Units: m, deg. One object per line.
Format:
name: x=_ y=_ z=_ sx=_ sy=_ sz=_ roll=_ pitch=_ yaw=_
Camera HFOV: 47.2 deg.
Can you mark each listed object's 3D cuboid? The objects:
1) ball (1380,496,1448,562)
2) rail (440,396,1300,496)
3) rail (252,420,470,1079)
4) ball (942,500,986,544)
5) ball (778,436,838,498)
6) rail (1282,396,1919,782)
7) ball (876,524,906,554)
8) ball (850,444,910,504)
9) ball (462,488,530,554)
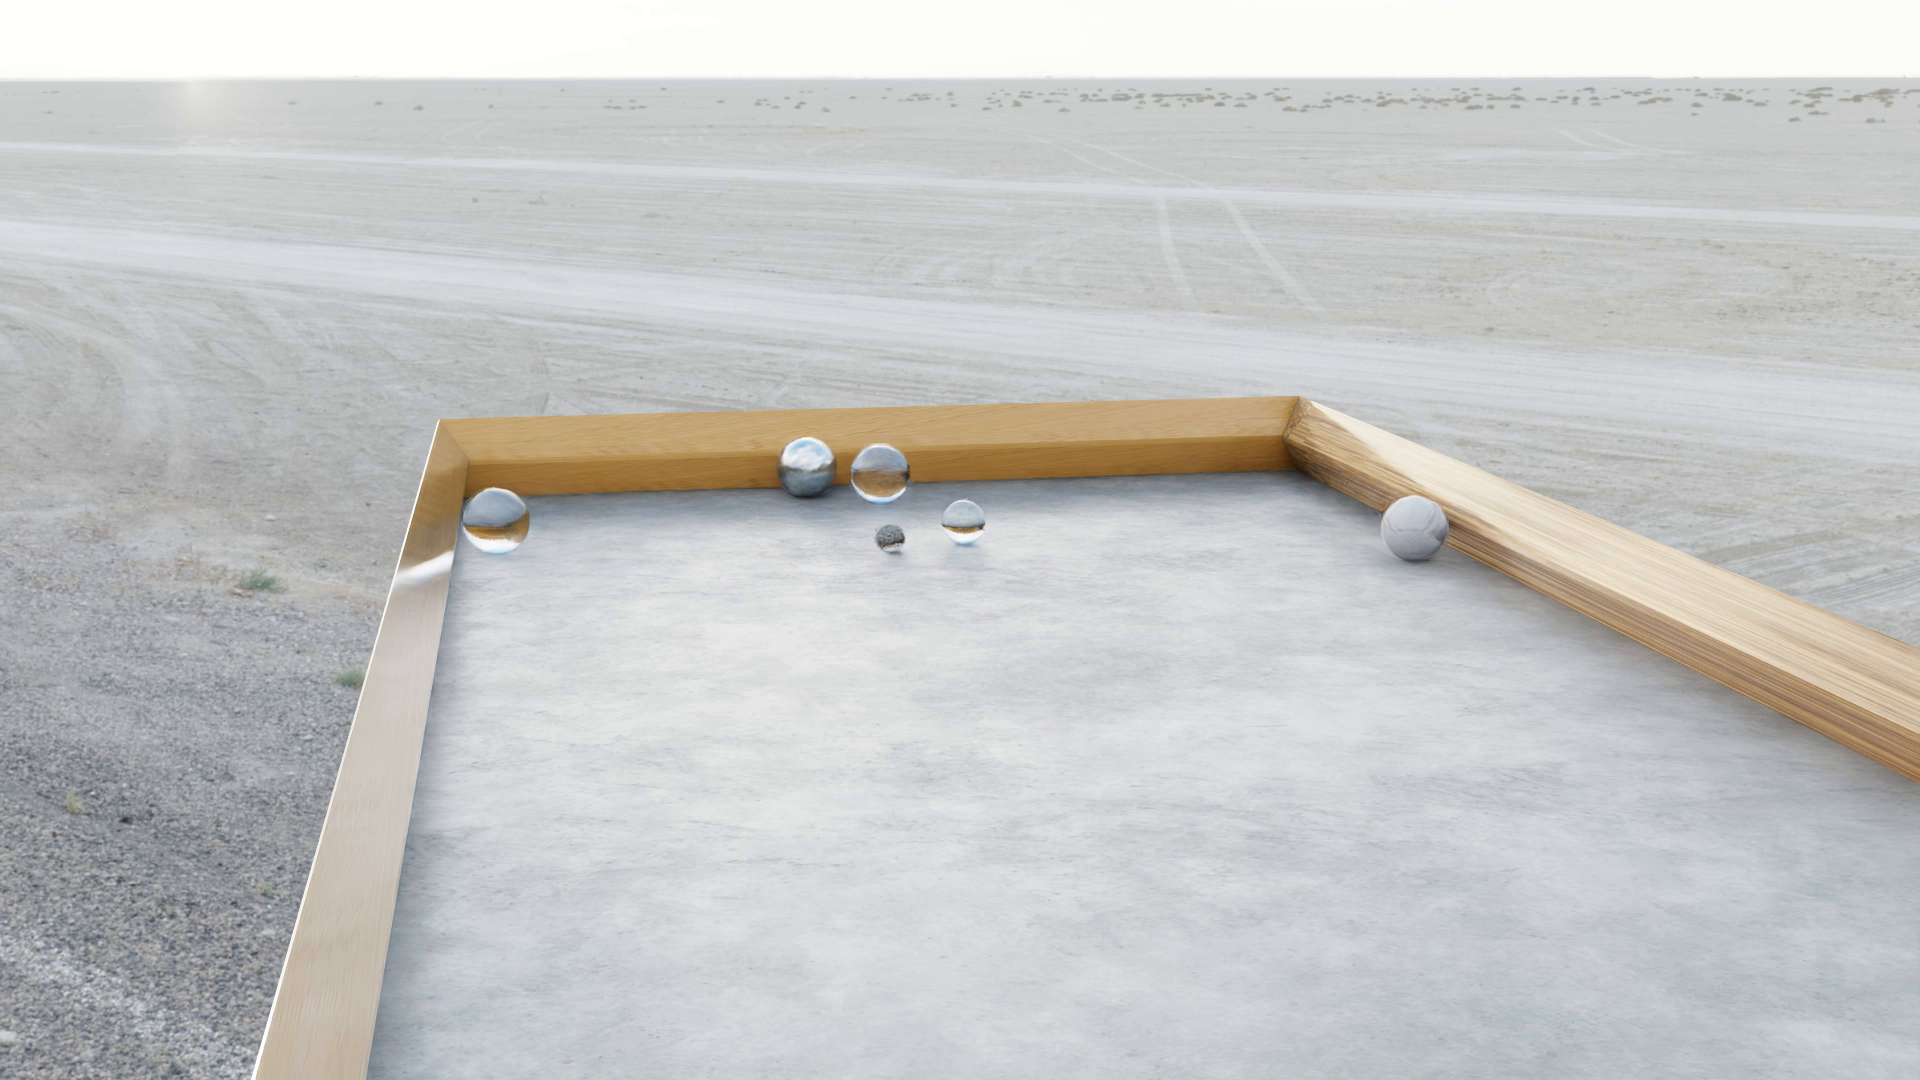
ball: x=0.613 y=-0.016 z=2.965 sx=0.088 sy=0.088 sz=0.088 roll=0 pitch=12 yaw=0
rail: x=-0.117 y=-0.148 z=3.517 sx=1.397 sy=0.122 sz=0.045 roll=-2 pitch=12 yaw=-11
rail: x=-0.542 y=0.131 z=2.168 sx=0.045 sy=0.122 sz=2.594 roll=-2 pitch=12 yaw=-11
ball: x=0.005 y=-0.025 z=3.077 sx=0.061 sy=0.061 sz=0.061 roll=0 pitch=12 yaw=0
ball: x=-0.238 y=-0.113 z=3.422 sx=0.094 sy=0.094 sz=0.094 roll=0 pitch=12 yaw=0
rail: x=0.784 y=0.080 z=2.415 sx=0.045 sy=0.122 sz=2.594 roll=-2 pitch=12 yaw=-11
ball: x=-0.095 y=-0.002 z=3.016 sx=0.040 sy=0.040 sz=0.040 roll=0 pitch=12 yaw=0
ball: x=-0.122 y=-0.100 z=3.366 sx=0.091 sy=0.091 sz=0.091 roll=0 pitch=12 yaw=0
ball: x=-0.634 y=-0.026 z=3.007 sx=0.090 sy=0.090 sz=0.090 roll=0 pitch=12 yaw=0
